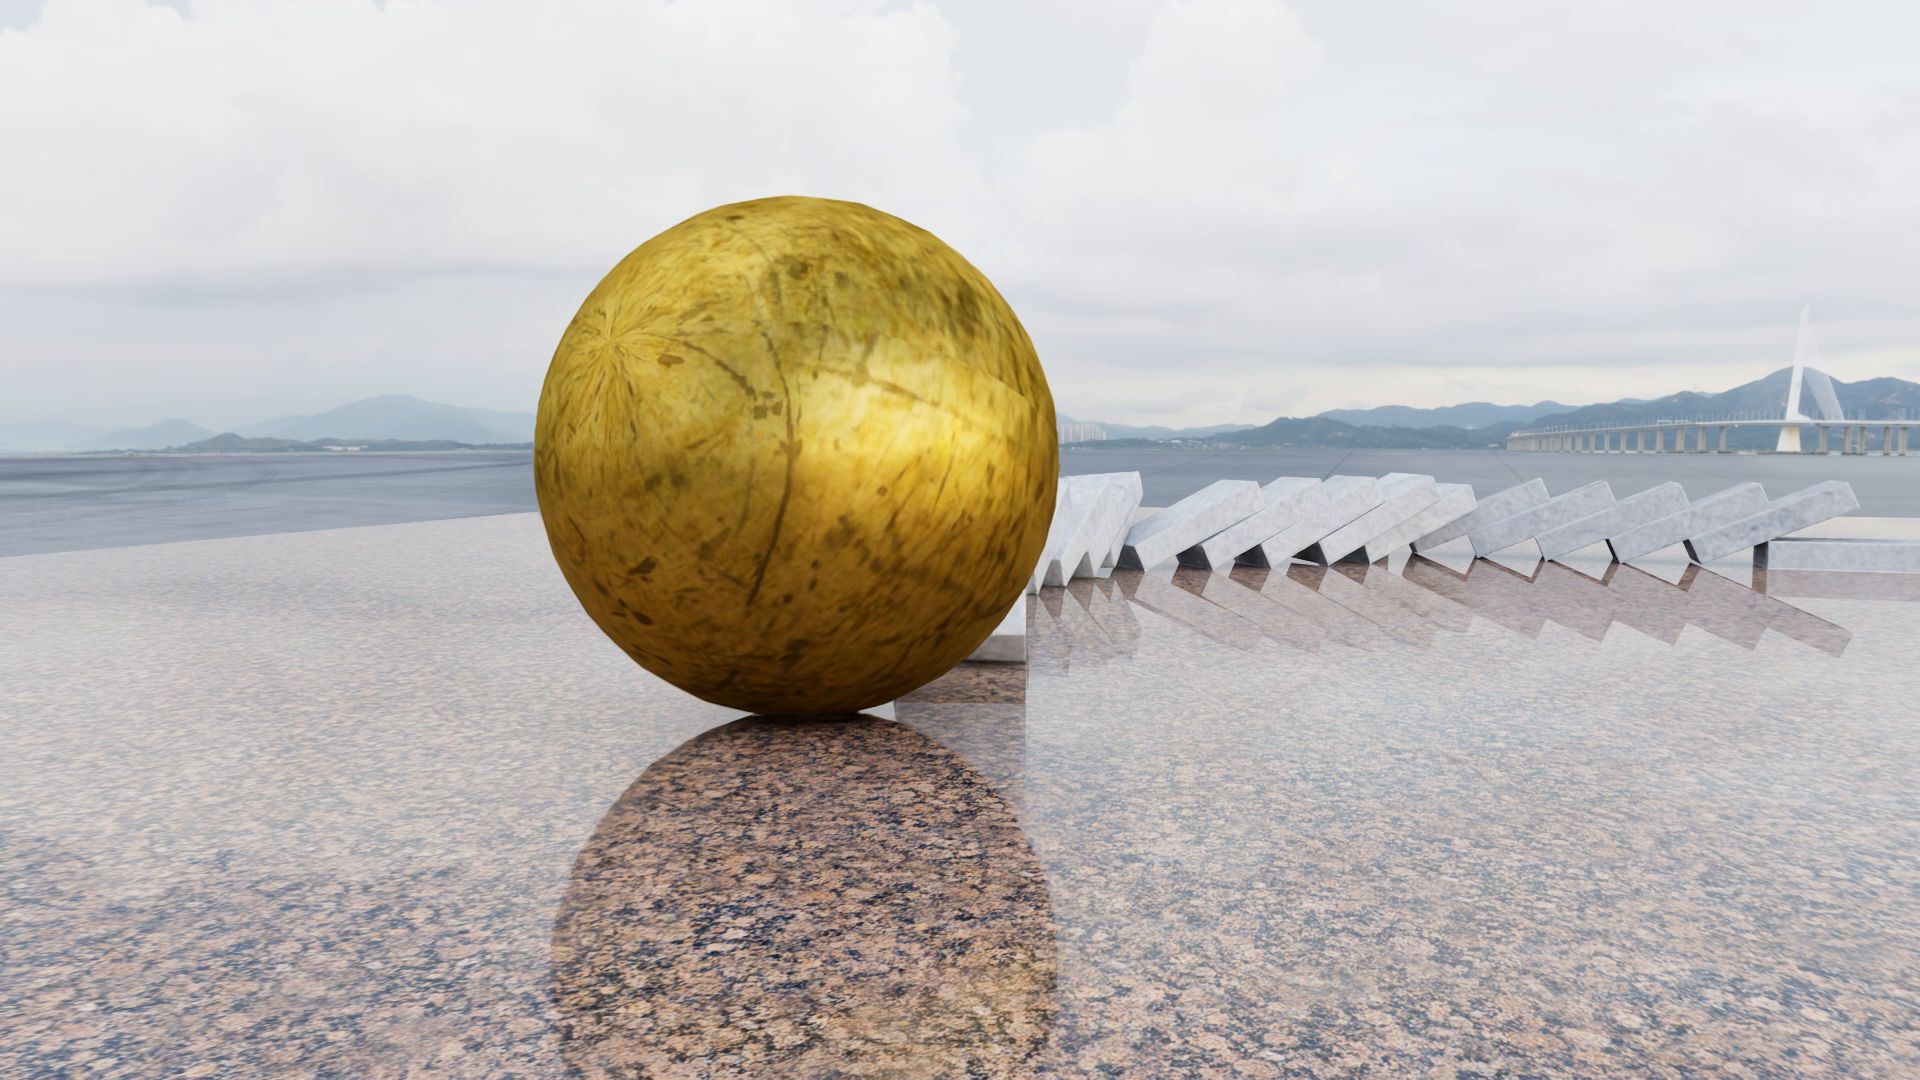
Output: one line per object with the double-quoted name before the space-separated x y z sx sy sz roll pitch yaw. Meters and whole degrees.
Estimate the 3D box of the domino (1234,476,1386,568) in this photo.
"domino" 0.122 -0.007 0.455 0.050 0.009 0.025 -29 12 -13

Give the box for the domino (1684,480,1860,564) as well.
"domino" 0.281 -0.006 0.448 0.050 0.009 0.025 -24 -5 22

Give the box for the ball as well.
"ball" -0.024 -0.012 0.200 0.080 0.080 0.080 0 4 0

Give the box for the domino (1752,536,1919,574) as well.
"domino" 0.303 0.005 0.439 0.050 0.009 0.025 2 5 22

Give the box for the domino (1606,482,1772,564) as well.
"domino" 0.259 -0.006 0.458 0.050 0.009 0.025 -24 -5 22

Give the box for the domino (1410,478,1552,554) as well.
"domino" 0.195 -0.009 0.487 0.050 0.009 0.025 -23 -5 14

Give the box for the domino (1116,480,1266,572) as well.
"domino" 0.078 -0.006 0.445 0.050 0.009 0.025 -27 11 -13

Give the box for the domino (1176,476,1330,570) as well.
"domino" 0.101 -0.006 0.449 0.050 0.009 0.025 -28 12 -13

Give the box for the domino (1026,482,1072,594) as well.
"domino" 0.016 -0.002 0.383 0.025 0.010 0.050 1 31 17

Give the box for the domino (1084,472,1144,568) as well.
"domino" 0.046 -0.007 0.444 0.025 0.009 0.050 -3 29 22

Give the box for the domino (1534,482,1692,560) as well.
"domino" 0.237 -0.007 0.468 0.050 0.009 0.025 -24 -5 22

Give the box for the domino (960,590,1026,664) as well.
"domino" 0.001 0.002 0.262 0.025 0.050 0.009 0 -40 3

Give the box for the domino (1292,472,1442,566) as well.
"domino" 0.144 -0.008 0.461 0.050 0.009 0.025 -28 12 -11

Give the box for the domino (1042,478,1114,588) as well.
"domino" 0.028 -0.003 0.403 0.025 0.009 0.050 2 31 25

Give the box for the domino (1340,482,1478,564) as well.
"domino" 0.162 -0.007 0.474 0.050 0.009 0.025 -25 11 -16

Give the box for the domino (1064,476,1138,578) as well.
"domino" 0.039 -0.005 0.423 0.025 0.009 0.050 0 31 26

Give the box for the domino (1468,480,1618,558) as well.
"domino" 0.215 -0.008 0.477 0.050 0.009 0.025 -24 -5 20
